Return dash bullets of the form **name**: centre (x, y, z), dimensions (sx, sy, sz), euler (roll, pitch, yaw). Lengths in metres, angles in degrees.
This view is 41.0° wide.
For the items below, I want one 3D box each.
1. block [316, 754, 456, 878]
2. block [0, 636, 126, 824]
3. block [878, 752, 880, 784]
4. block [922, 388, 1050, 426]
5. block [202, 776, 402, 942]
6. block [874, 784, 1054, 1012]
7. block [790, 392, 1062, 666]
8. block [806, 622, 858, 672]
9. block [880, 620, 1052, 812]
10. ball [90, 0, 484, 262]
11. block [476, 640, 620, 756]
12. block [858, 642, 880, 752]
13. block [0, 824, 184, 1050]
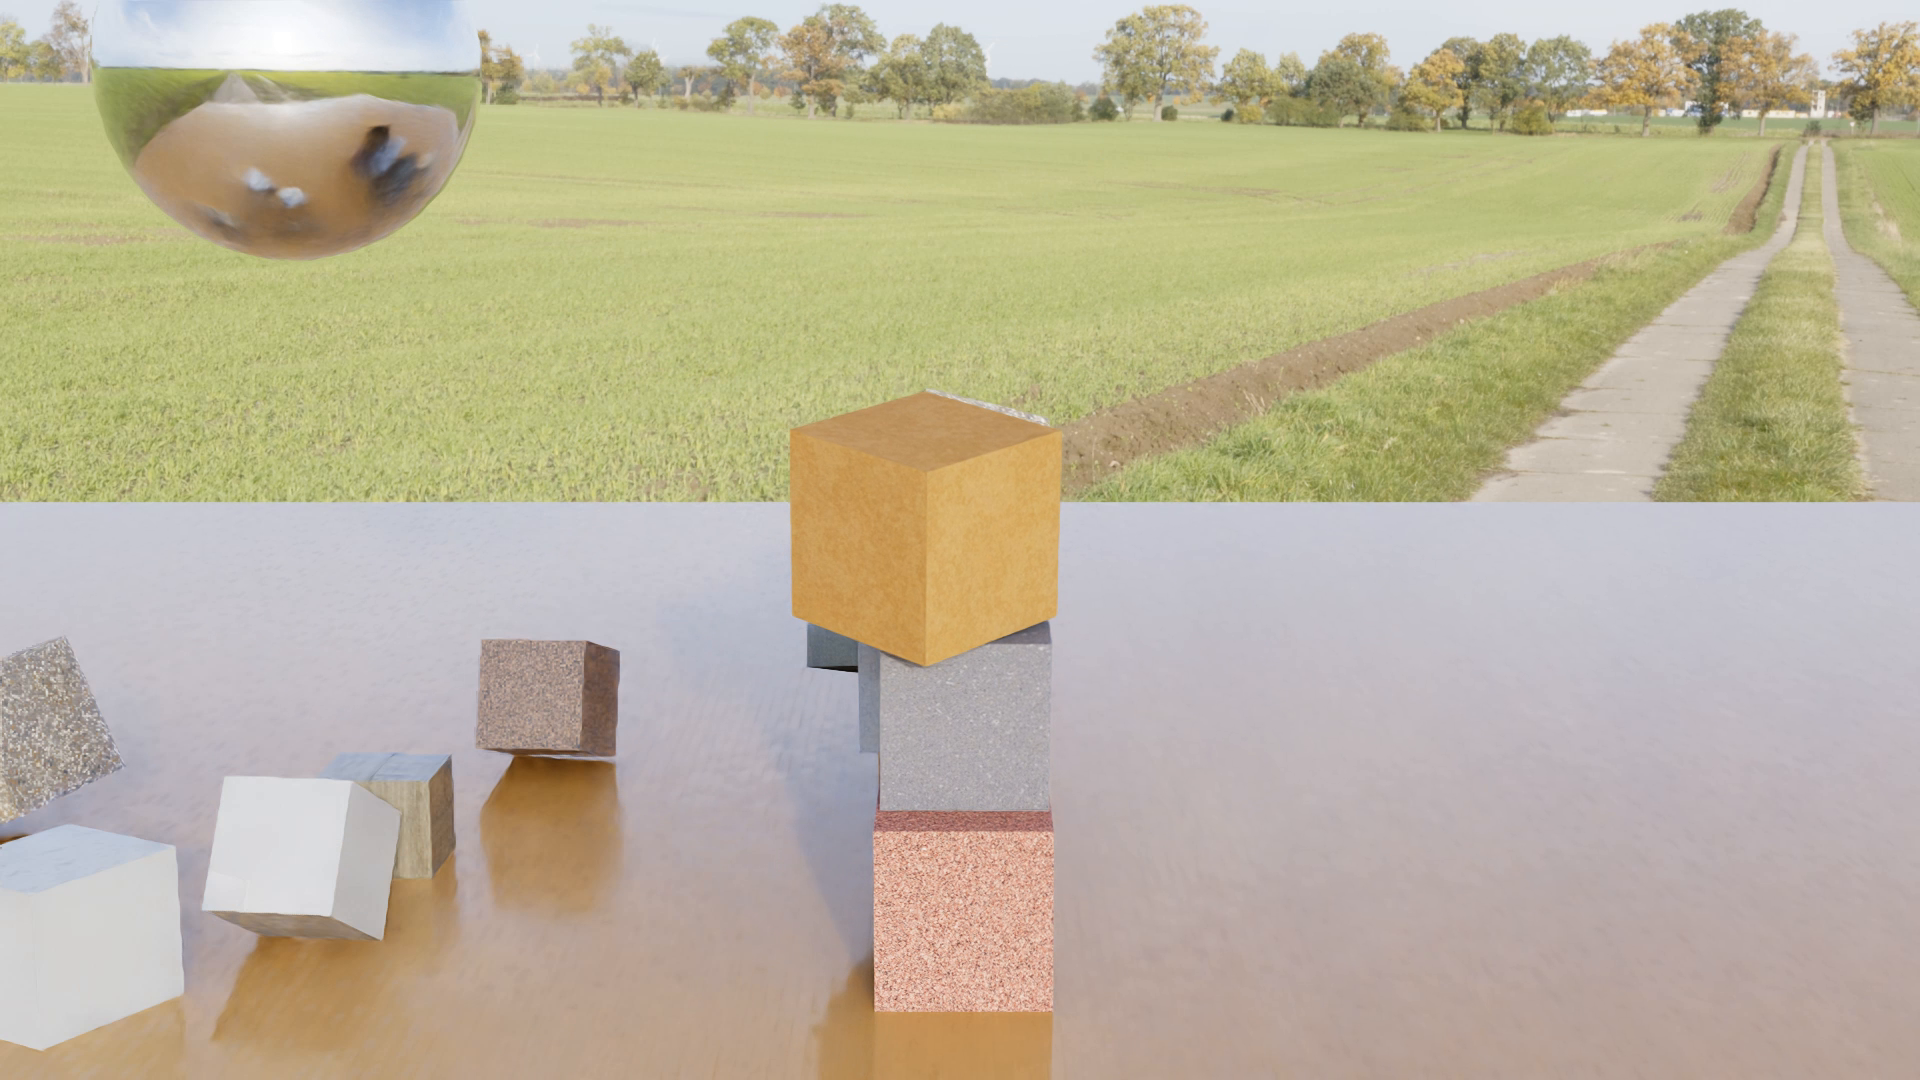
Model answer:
- **block**: centre (-2.581, 1.235, 11.534), dimensions (0.509, 0.443, 0.467), euler (0, 10, 1)
- **block**: centre (-4.439, 0.943, 11.731), dimensions (0.729, 0.668, 0.692), euler (-20, 5, 26)
- **block**: centre (-0.001, 1.058, 11.460), dimensions (0.702, 0.818, 0.749), euler (0, 10, 0)
- **block**: centre (-0.010, -0.262, 13.012), dimensions (0.700, 0.707, 0.619), euler (13, -24, -24)
- **block**: centre (-2.651, 1.292, 10.374), dimensions (0.537, 0.541, 0.550), euler (1, -19, 10)
- **block**: centre (0.014, 1.373, 10.033), dimensions (0.675, 0.709, 0.748), euler (0, 10, 0)
- **block**: centre (-0.133, -0.061, 9.852), dimensions (0.728, 0.757, 0.732), euler (18, 26, 40)
- **block**: centre (-0.203, 0.278, 11.867), dimensions (0.740, 0.643, 0.742), euler (-3, -7, 25)
- **block**: centre (0.019, 0.641, 10.116), dimensions (0.650, 0.668, 0.670), euler (1, 13, 0)
- **ball**: centre (-2.824, -1.981, 10.820), dimensions (1.600, 1.600, 1.600), euler (0, 10, 0)
- **block**: centre (-2.099, 0.811, 13.120), dimensions (0.548, 0.549, 0.552), euler (0, -8, 11)
- **block**: centre (-0.054, 0.379, 10.846), dimensions (0.753, 0.768, 0.755), euler (-1, 22, -2)
- **block**: centre (-3.430, 1.488, 9.727), dimensions (0.598, 0.592, 0.682), euler (6, 12, 30)
